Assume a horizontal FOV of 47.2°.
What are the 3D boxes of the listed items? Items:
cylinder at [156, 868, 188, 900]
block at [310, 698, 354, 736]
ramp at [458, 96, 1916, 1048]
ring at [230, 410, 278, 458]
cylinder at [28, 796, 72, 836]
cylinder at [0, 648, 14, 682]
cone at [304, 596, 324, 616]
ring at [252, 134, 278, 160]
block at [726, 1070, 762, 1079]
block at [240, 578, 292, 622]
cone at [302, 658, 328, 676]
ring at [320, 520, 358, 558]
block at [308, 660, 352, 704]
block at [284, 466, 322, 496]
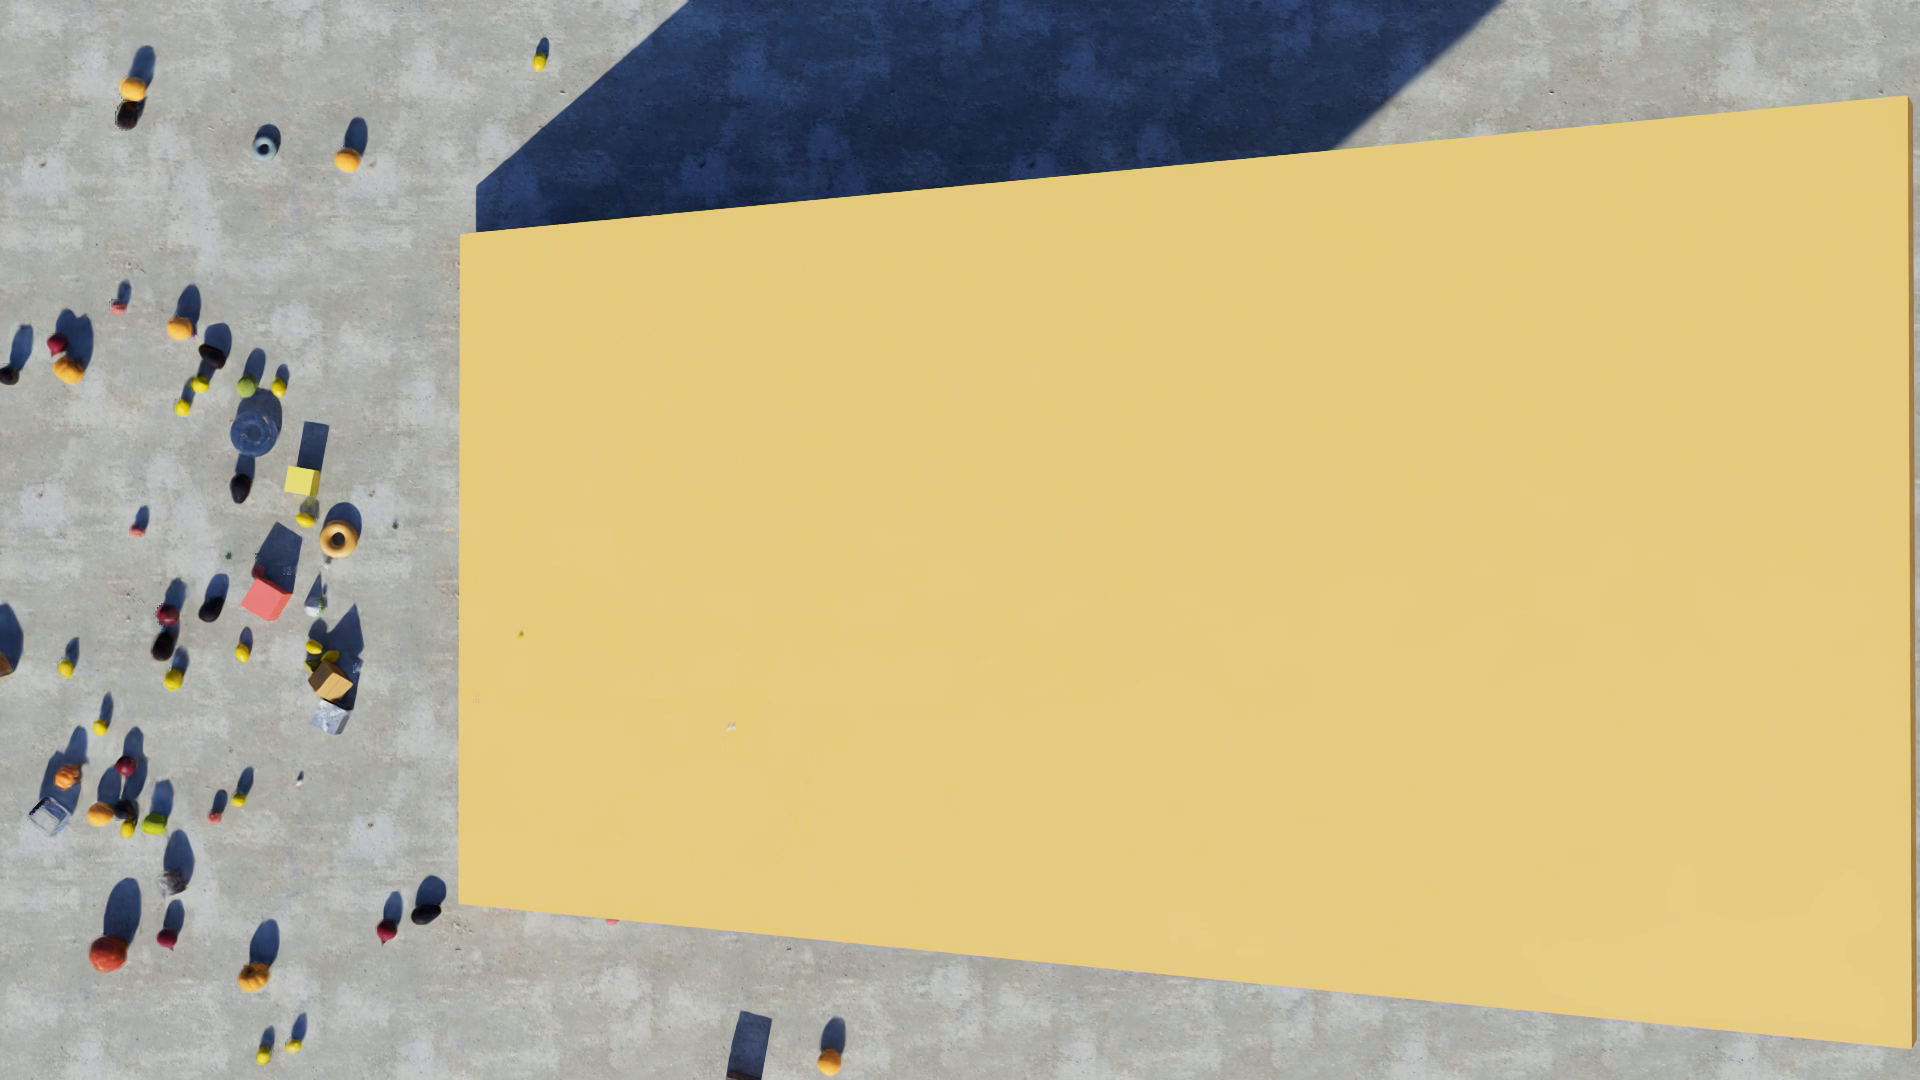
[{"bbox_3d":[-2.371,1.032,6.613,0.070,0.070,0.070,-30,74,0],"label":"cylinder"},{"bbox_3d":[-1.889,0.530,6.612,0.082,0.082,0.082,26,89,0],"label":"block"},{"bbox_3d":[0.272,0.076,5.635,4.000,0.100,2.000,0,89,29],"label":"ramp"},{"bbox_3d":[-2.131,-0.321,6.638,0.143,0.048,0.143,0,91,0],"label":"ring"},{"bbox_3d":[-2.733,0.830,6.606,0.088,0.088,0.088,40,90,0],"label":"cylinder"},{"bbox_3d":[-2.904,0.382,6.612,0.083,0.083,0.083,-26,89,0],"label":"cylinder"},{"bbox_3d":[-1.956,0.201,6.625,0.062,0.062,0.062,0,89,0],"label":"cone"},{"bbox_3d":[-2.104,-1.187,6.657,0.080,0.027,0.080,0,89,1],"label":"ring"},{"bbox_3d":[-0.659,1.659,6.592,0.099,0.099,0.099,16,89,0],"label":"block"},{"bbox_3d":[-2.084,0.178,6.609,0.094,0.094,0.094,32,90,0],"label":"block"},{"bbox_3d":[-1.938,0.375,6.640,0.066,0.066,0.066,-35,89,-27],"label":"cone"},{"bbox_3d":[-1.876,-0.004,6.639,0.117,0.039,0.117,0,88,1],"label":"ring"},{"bbox_3d":[-1.889,0.426,6.597,0.080,0.080,0.080,-50,133,0],"label":"block"},{"bbox_3d":[-1.979,-0.177,6.621,0.077,0.077,0.077,10,89,0],"label":"block"}]
